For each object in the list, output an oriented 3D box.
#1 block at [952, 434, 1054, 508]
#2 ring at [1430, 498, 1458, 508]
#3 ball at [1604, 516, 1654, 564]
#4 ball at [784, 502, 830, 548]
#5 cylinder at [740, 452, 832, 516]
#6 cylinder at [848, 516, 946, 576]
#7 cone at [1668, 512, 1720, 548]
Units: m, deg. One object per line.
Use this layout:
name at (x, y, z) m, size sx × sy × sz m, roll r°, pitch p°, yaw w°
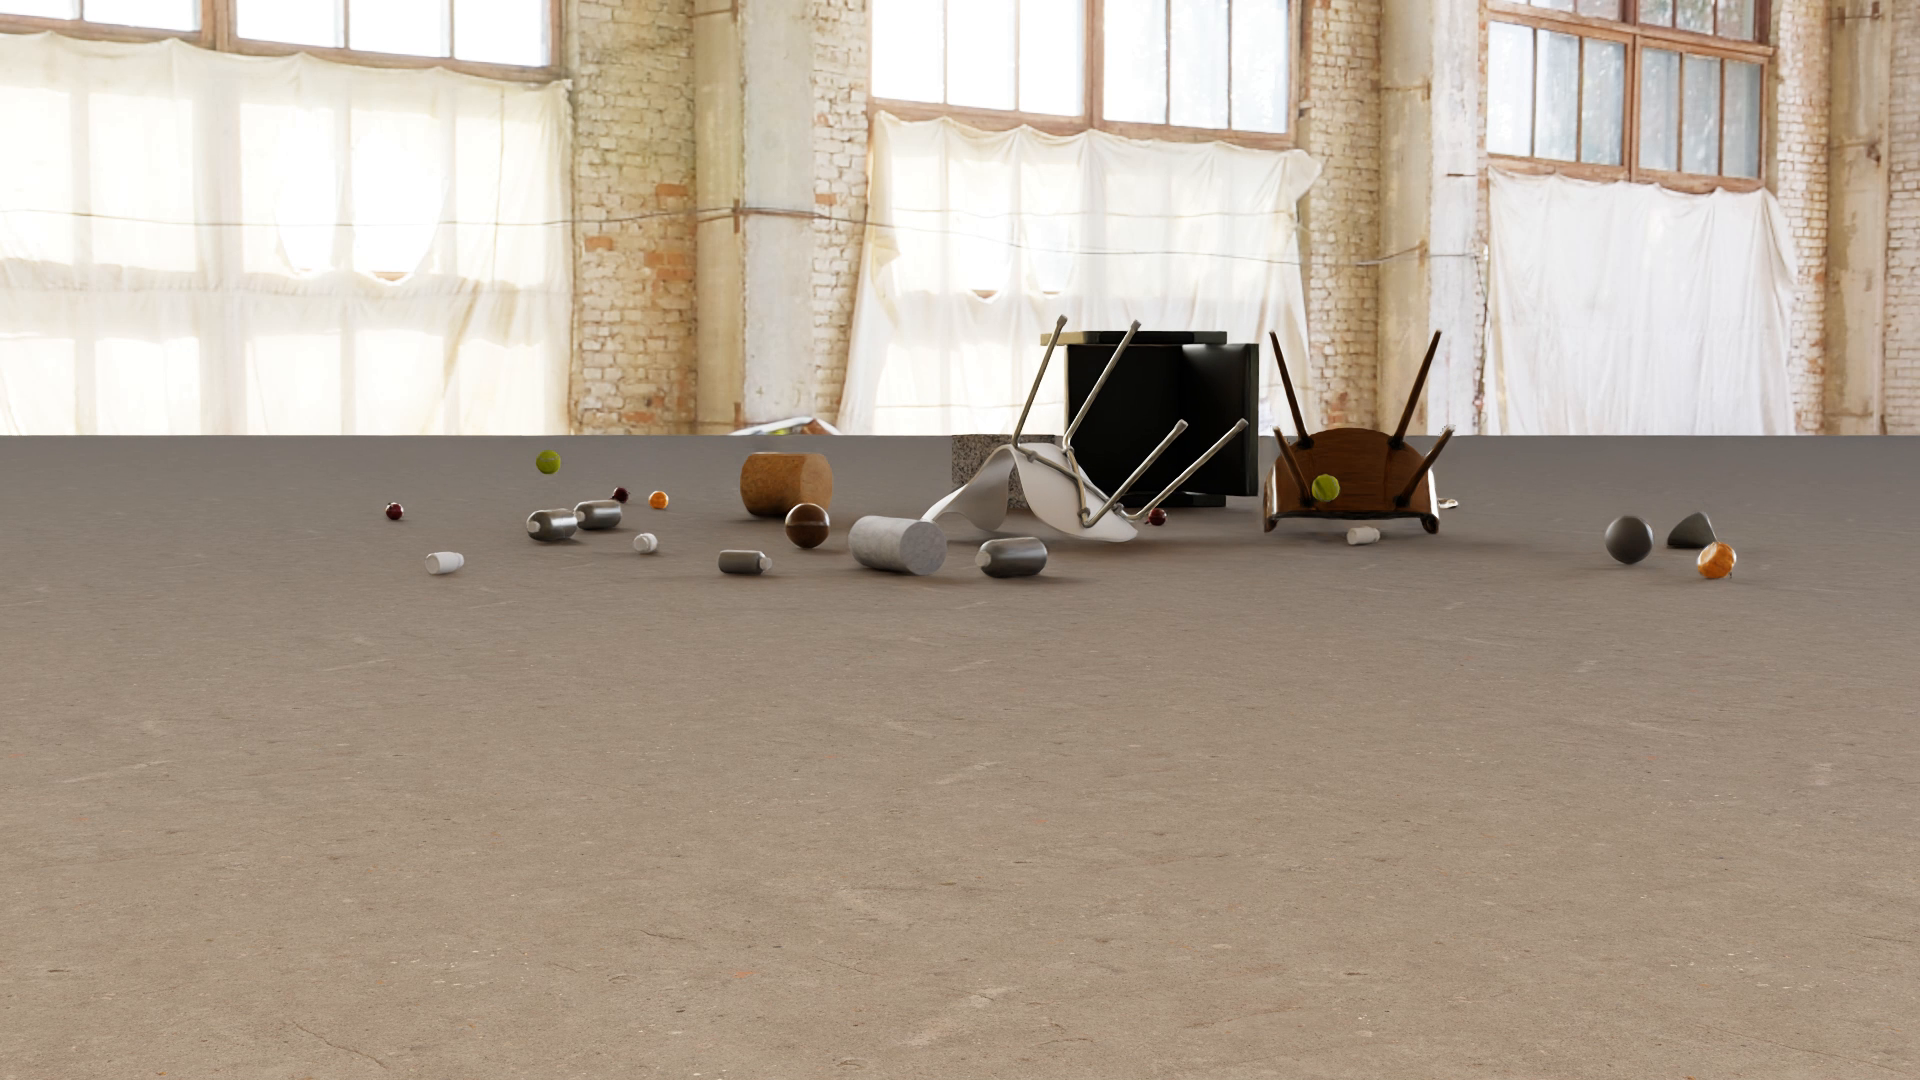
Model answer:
block at (0.167, -0.267, 8.422) m, size 0.328 × 0.276 × 0.225 m, roll 2°, pitch 4°, yaw 26°
ring at (1.820, -0.136, 8.284) m, size 0.078 × 0.034 × 0.132 m, roll -3°, pitch 6°, yaw -28°
ball at (1.723, 0.000, 5.661) m, size 0.120 × 0.120 × 0.120 m, roll 0°, pitch 4°, yaw 0°
ball at (-0.430, -0.040, 6.201) m, size 0.128 × 0.128 × 0.128 m, roll 0°, pitch 4°, yaw 0°
cylinder at (-0.608, -0.195, 7.749) m, size 0.223 × 0.224 × 0.322 m, roll 1°, pitch 0°, yaw 17°
cylinder at (-0.156, 0.012, 5.423) m, size 0.128 × 0.132 × 0.282 m, roll -36°, pitch 19°, yaw -22°
cone at (2.103, -0.002, 6.218) m, size 0.171 × 0.098 × 0.115 m, roll -22°, pitch 41°, yaw -28°
